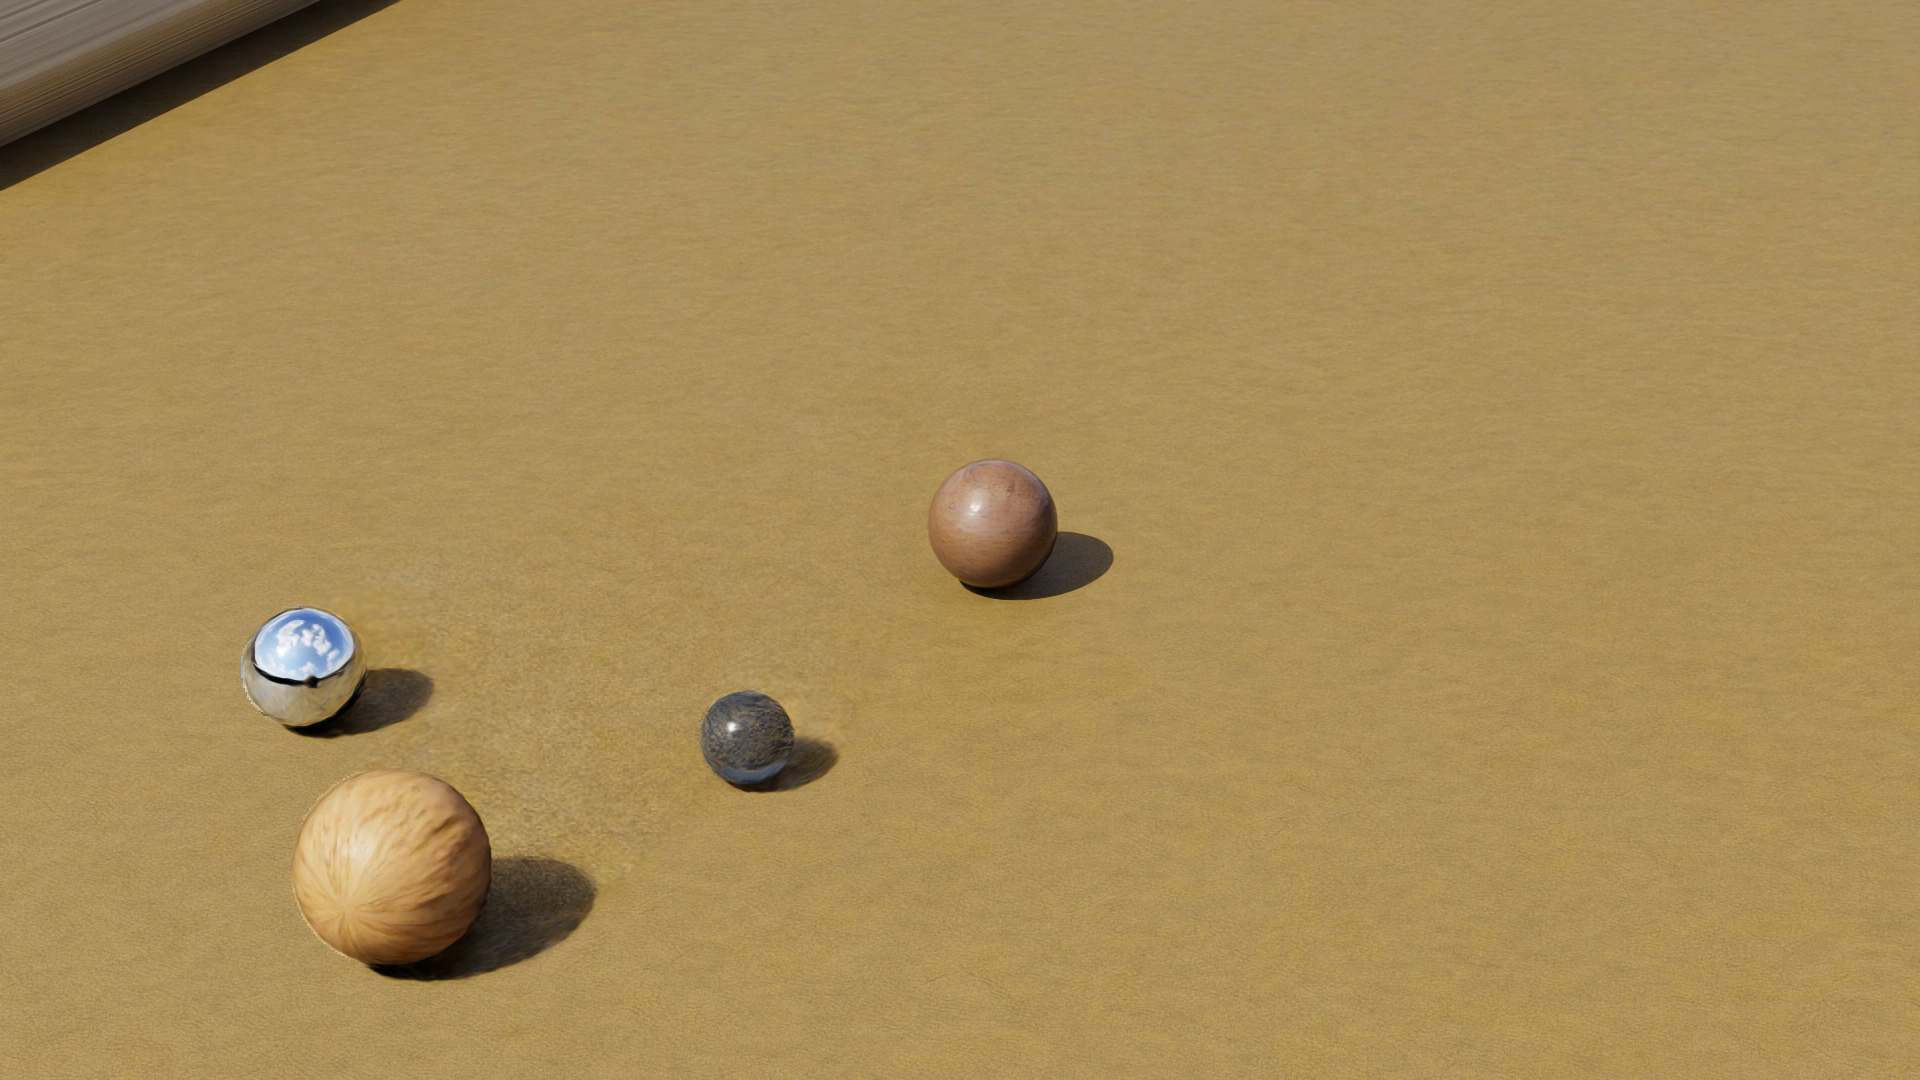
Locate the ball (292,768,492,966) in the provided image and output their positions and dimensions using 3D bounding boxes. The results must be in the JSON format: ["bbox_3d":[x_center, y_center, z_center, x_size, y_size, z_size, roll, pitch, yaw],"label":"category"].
[{"bbox_3d":[-0.269,0.155,1.396,0.093,0.093,0.093,0,27,0],"label":"ball"}]

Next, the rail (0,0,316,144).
[{"bbox_3d":[-0.539,-0.606,2.828,0.045,0.121,3.677,12,30,22],"label":"rail"}]

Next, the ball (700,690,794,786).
[{"bbox_3d":[-0.112,0.104,1.542,0.049,0.049,0.049,0,27,0],"label":"ball"}]

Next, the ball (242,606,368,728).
[{"bbox_3d":[-0.354,0.069,1.592,0.066,0.066,0.066,0,27,0],"label":"ball"}]

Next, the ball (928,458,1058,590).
[{"bbox_3d":[0.019,-0.009,1.730,0.077,0.077,0.077,0,27,0],"label":"ball"}]
